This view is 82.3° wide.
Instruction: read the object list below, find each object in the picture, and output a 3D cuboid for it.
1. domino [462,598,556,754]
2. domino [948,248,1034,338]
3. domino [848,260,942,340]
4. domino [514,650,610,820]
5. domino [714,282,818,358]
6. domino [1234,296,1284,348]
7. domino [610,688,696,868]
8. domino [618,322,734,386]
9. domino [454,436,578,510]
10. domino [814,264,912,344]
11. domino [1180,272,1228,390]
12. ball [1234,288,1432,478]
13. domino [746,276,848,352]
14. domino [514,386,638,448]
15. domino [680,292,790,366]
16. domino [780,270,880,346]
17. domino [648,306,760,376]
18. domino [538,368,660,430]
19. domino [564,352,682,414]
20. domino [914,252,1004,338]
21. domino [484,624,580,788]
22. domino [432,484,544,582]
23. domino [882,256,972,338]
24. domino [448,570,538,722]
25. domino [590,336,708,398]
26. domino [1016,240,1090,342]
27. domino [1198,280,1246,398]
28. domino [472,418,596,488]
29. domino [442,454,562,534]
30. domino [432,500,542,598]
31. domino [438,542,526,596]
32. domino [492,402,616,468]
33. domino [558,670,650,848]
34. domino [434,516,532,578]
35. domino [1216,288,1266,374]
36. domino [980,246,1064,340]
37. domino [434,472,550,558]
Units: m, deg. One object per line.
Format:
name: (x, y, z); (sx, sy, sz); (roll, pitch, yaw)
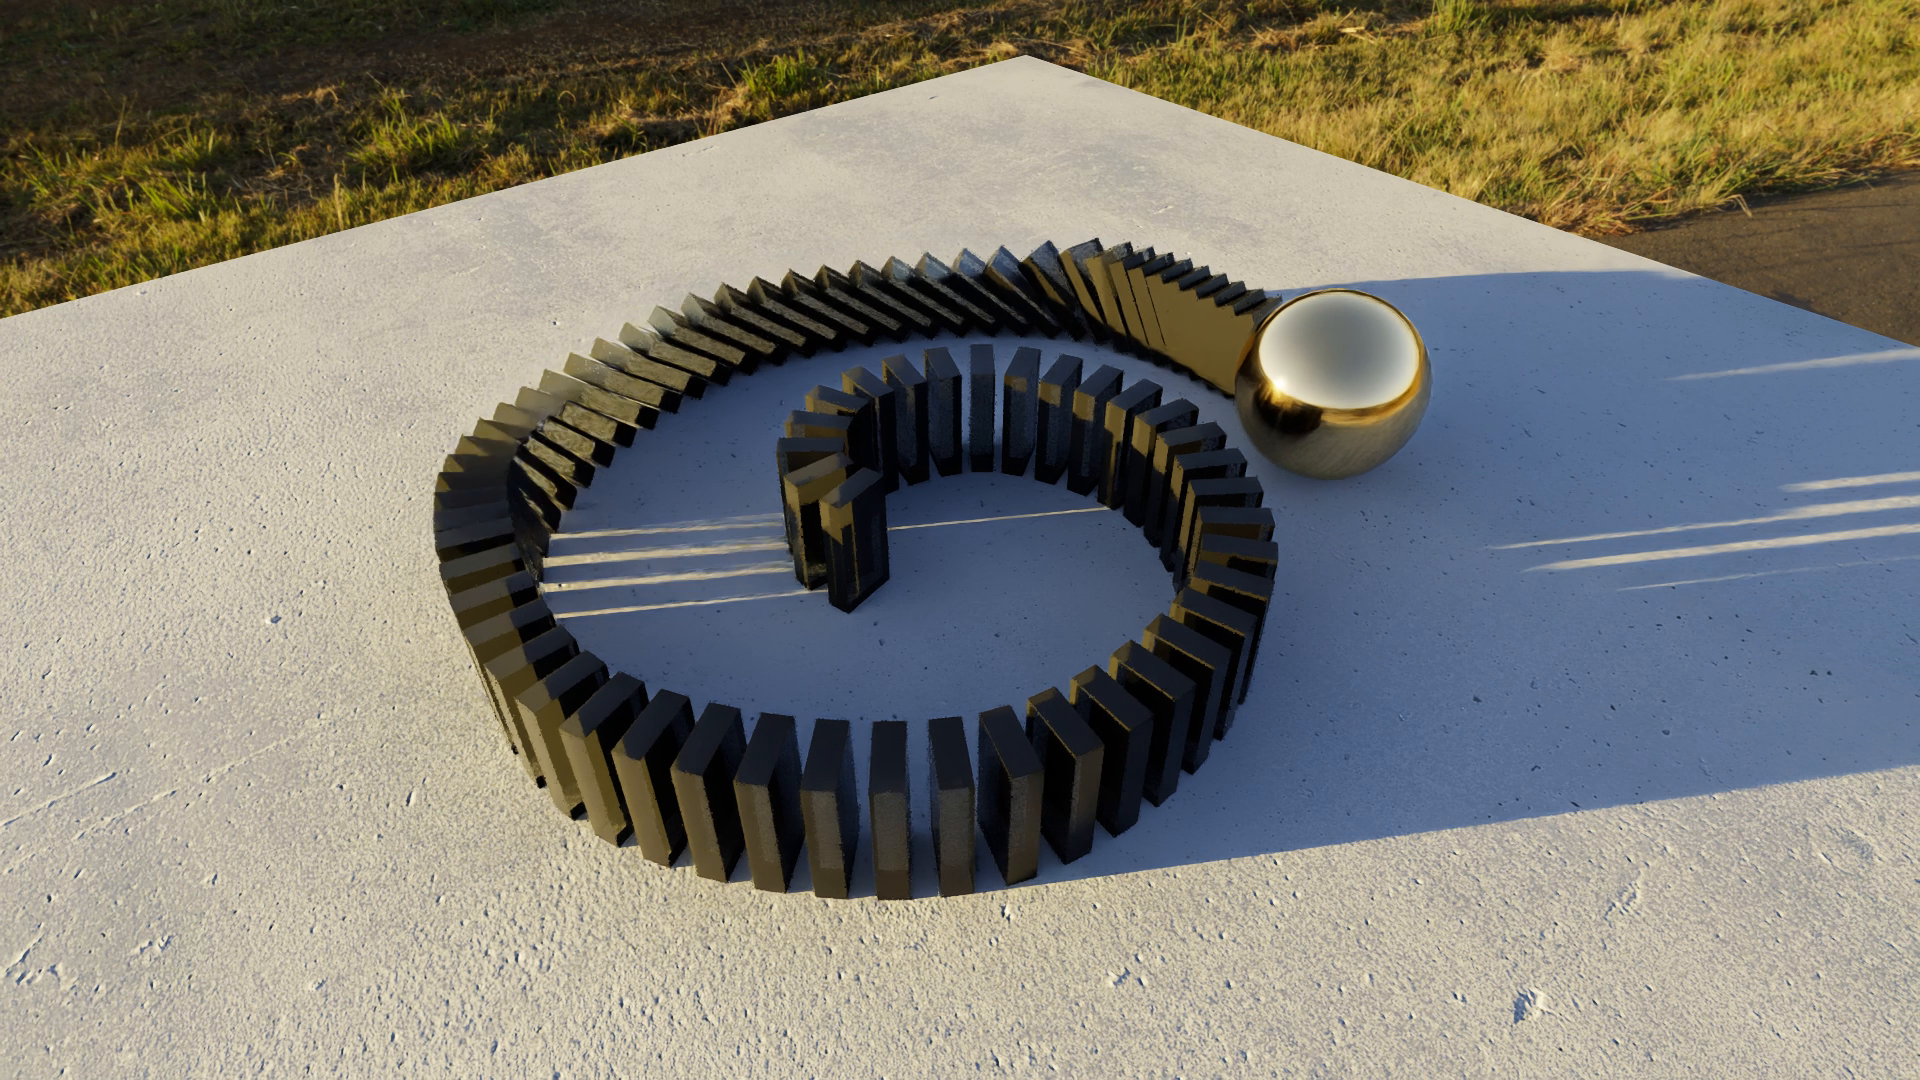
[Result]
domino: (-0.140, 0.045, 0.357); (0.025, 0.050, 0.010); (-26, 46, -28)
domino: (0.018, -0.131, 0.581); (0.050, 0.010, 0.025); (34, 37, -17)
domino: (-0.034, -0.126, 0.575); (0.050, 0.010, 0.025); (25, 30, -28)
domino: (-0.117, 0.060, 0.338); (0.009, 0.050, 0.025); (27, 46, 29)
domino: (-0.098, -0.111, 0.556); (0.050, 0.009, 0.025); (21, 24, -38)
domino: (0.147, -0.086, 0.518); (0.025, 0.050, 0.009); (-32, 21, -33)
domino: (-0.087, 0.071, 0.325); (0.010, 0.050, 0.025); (14, 41, 16)
domino: (-0.136, -0.089, 0.529); (0.025, 0.010, 0.050); (32, 10, 33)
domino: (-0.179, -0.027, 0.446); (0.025, 0.050, 0.010); (9, 73, 10)
domino: (-0.051, -0.123, 0.571); (0.050, 0.009, 0.025); (23, 29, -31)
domino: (0.125, -0.102, 0.537); (0.025, 0.050, 0.009); (-32, 21, -33)
ball: (0.158, -0.066, 0.469); (0.080, 0.080, 0.080); (0, 39, 0)
domino: (-0.083, -0.115, 0.562); (0.050, 0.010, 0.025); (21, 26, -36)
domino: (-0.168, -0.054, 0.483); (0.025, 0.050, 0.010); (17, 87, 19)
domino: (-0.112, -0.105, 0.549); (0.050, 0.010, 0.025); (19, 22, -43)
domino: (-0.067, -0.119, 0.567); (0.050, 0.009, 0.025); (22, 27, -33)
domino: (-0.125, -0.098, 0.540); (0.050, 0.009, 0.025); (17, 19, -48)
domino: (-0.162, -0.063, 0.495); (0.025, 0.010, 0.050); (20, 1, 23)
domino: (-0.155, -0.072, 0.507); (0.025, 0.009, 0.050); (24, 4, 26)
domino: (0.000, -0.129, 0.580); (0.050, 0.009, 0.025); (29, 33, -22)
domino: (-0.129, 0.053, 0.347); (0.025, 0.050, 0.010); (-31, 48, -32)
domino: (-0.175, 0.000, 0.411); (0.025, 0.050, 0.010); (-7, 56, -8)
domino: (-0.017, -0.128, 0.578); (0.050, 0.010, 0.025); (27, 32, -25)
domino: (-0.150, 0.036, 0.368); (0.025, 0.050, 0.009); (-22, 44, -24)
domino: (-0.146, -0.081, 0.518); (0.025, 0.009, 0.050); (27, 7, 29)
domino: (0.054, -0.131, 0.579); (0.050, 0.009, 0.025); (50, 46, -7)
domino: (0.132, -0.096, 0.530); (0.025, 0.050, 0.009); (-32, 21, -33)
domino: (-0.177, -0.036, 0.458); (0.025, 0.050, 0.009); (11, 78, 14)
domino: (-0.180, -0.018, 0.434); (0.025, 0.050, 0.010); (3, 67, 4)
domino: (-0.171, 0.008, 0.401); (0.025, 0.050, 0.009); (-11, 49, -13)
domino: (-0.159, 0.026, 0.379); (0.025, 0.050, 0.009); (-18, 43, -21)
domino: (-0.173, -0.045, 0.471); (0.025, 0.050, 0.009); (14, 83, 17)
domino: (-0.102, 0.066, 0.330); (0.009, 0.050, 0.025); (19, 43, 22)
domino: (-0.166, 0.017, 0.391); (0.025, 0.050, 0.009); (-14, 43, -17)
domino: (0.140, -0.092, 0.524); (0.025, 0.050, 0.009); (-32, 21, -33)
domino: (0.035, -0.131, 0.580); (0.050, 0.010, 0.025); (38, 39, -14)
domino: (-0.178, -0.009, 0.422); (0.025, 0.050, 0.009); (-1, 61, -2)
